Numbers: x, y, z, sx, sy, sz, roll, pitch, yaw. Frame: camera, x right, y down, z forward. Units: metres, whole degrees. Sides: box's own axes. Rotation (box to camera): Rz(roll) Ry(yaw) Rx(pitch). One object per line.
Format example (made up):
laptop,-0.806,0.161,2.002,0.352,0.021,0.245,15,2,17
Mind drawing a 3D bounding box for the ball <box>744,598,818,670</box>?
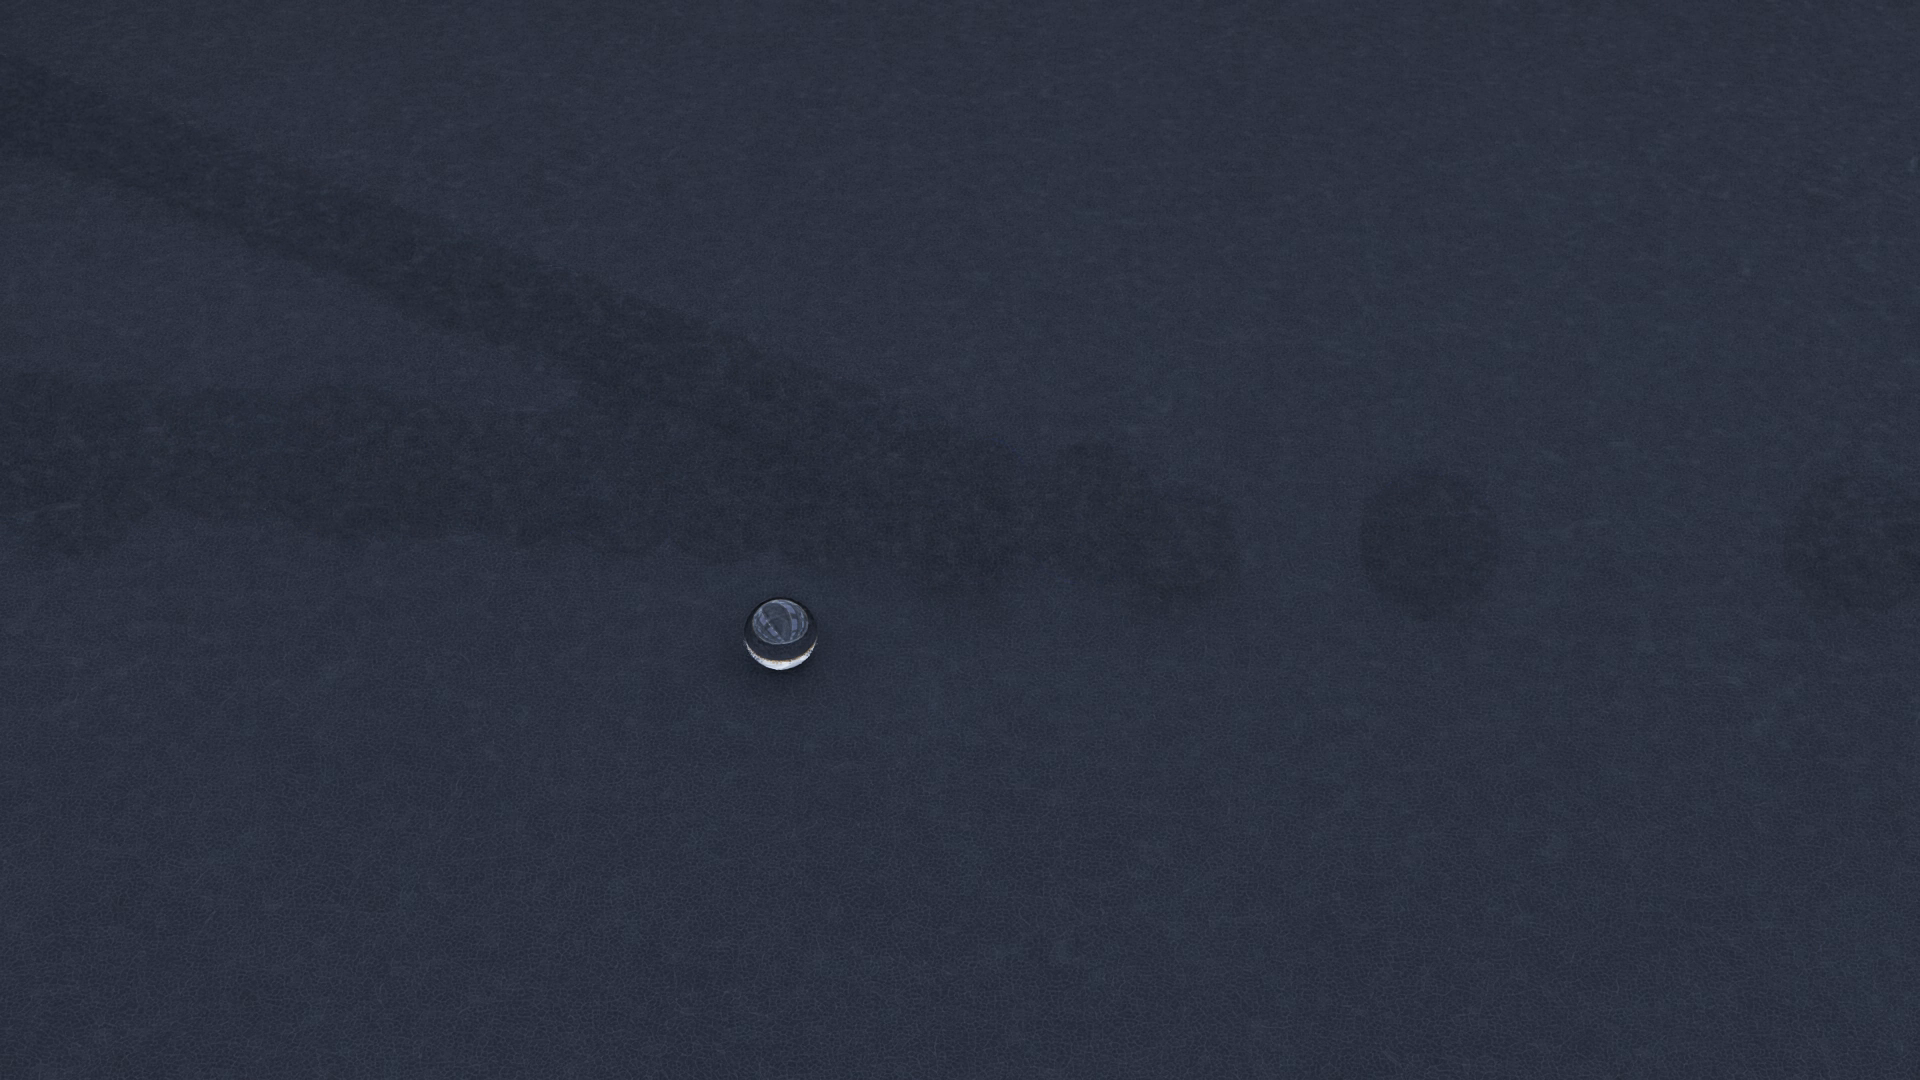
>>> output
ball,-0.108,0.056,1.541,0.044,0.044,0.044,0,36,0
